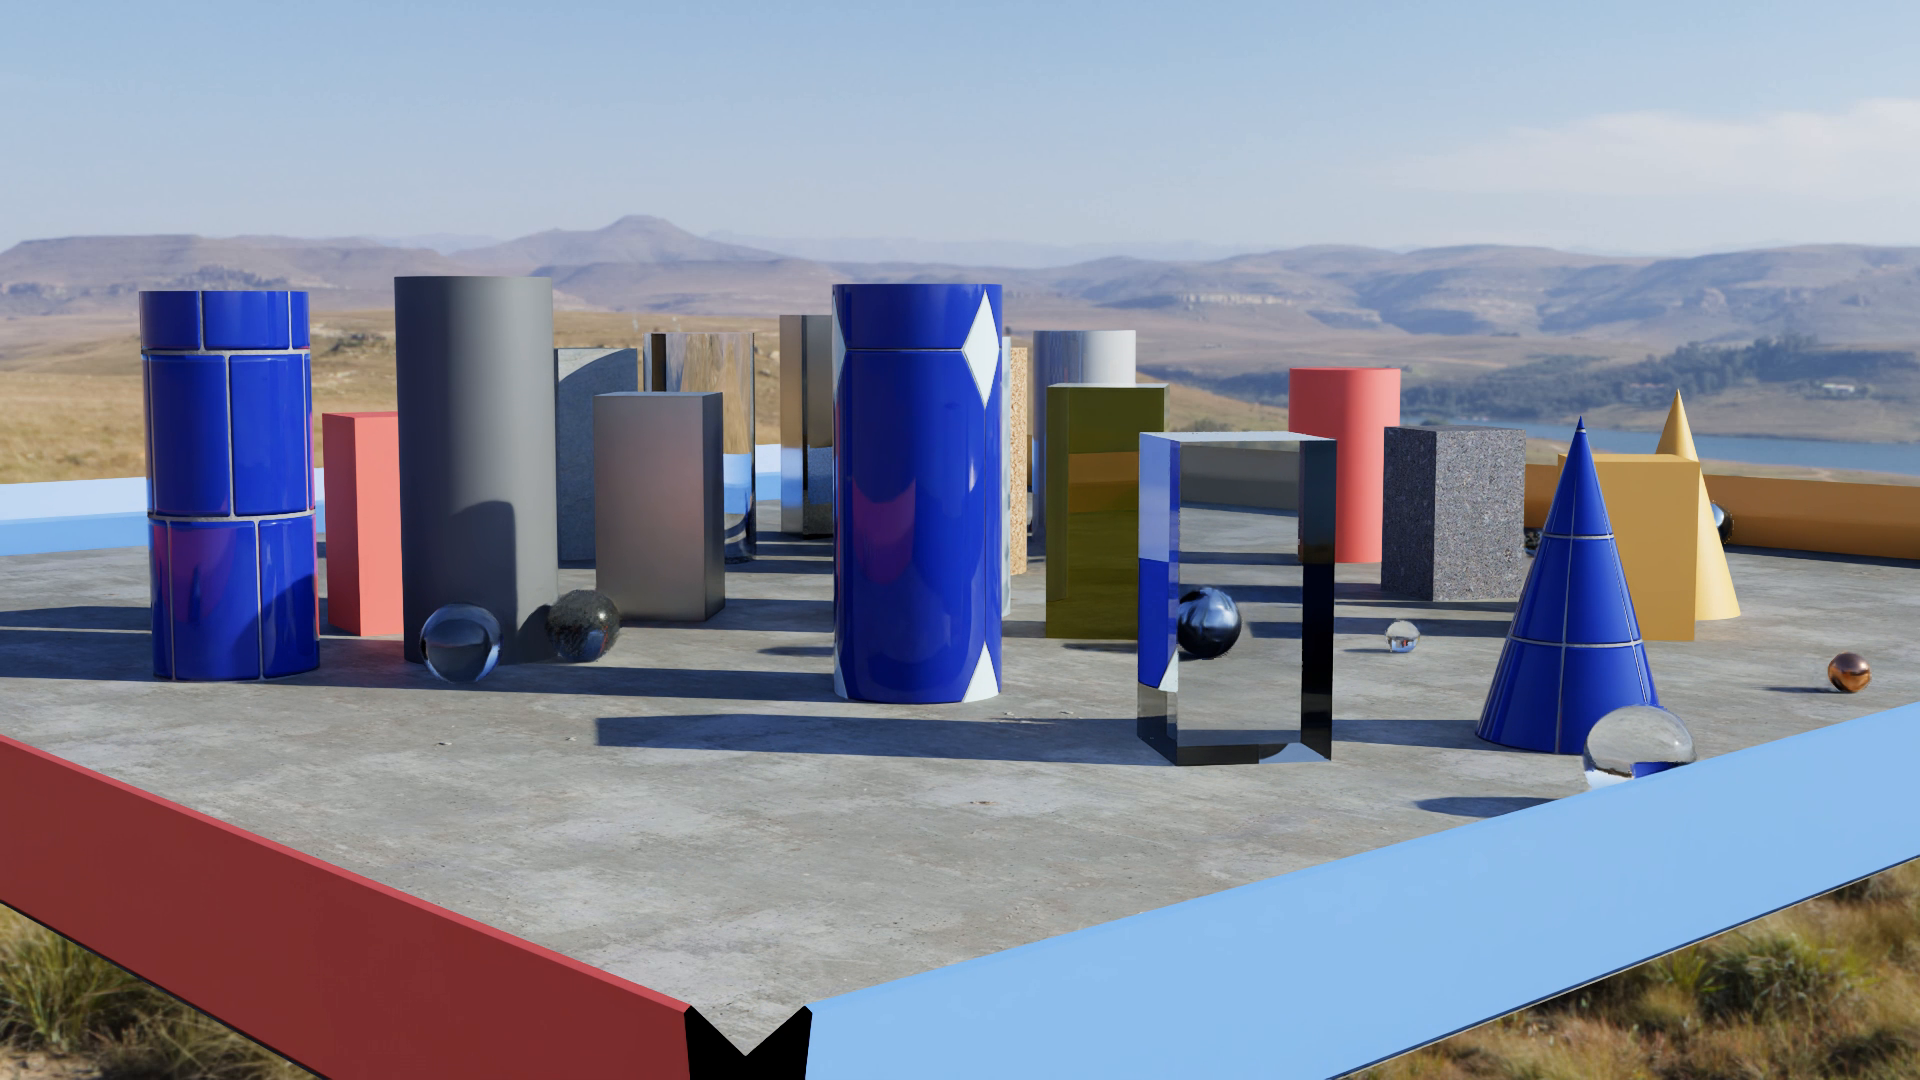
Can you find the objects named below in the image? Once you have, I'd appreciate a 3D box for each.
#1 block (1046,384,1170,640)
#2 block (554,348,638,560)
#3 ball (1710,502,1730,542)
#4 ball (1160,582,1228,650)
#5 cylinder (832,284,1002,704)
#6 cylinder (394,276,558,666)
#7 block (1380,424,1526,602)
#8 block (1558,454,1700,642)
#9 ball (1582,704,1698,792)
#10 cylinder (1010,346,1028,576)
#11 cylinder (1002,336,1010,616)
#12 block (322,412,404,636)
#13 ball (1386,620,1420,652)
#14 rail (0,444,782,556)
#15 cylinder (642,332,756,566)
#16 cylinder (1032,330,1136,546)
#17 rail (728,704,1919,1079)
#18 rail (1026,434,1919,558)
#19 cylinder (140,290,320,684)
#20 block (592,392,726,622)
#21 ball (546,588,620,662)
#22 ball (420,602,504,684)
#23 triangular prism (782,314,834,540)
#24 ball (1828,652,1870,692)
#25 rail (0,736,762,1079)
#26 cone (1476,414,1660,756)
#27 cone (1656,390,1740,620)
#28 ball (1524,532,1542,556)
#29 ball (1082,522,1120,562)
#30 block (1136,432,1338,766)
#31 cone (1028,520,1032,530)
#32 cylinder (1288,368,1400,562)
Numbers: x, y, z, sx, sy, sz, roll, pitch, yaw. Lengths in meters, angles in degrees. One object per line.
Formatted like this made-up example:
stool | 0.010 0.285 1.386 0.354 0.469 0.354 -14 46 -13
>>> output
block | 0.206 -0.043 3.045 0.158 0.342 0.158 1 6 8
block | -0.695 -0.161 4.013 0.158 0.376 0.158 -5 7 -37
ball | 1.411 -0.029 4.151 0.084 0.084 0.084 0 6 0
ball | 0.307 0.100 2.888 0.089 0.089 0.089 0 6 0
cylinder | -0.049 -0.059 2.563 0.197 0.474 0.197 0 6 0
cylinder | -0.620 -0.093 2.829 0.197 0.486 0.197 0 6 0
block | 0.775 -0.046 3.461 0.158 0.261 0.158 -2 6 -19
block | 0.919 0.007 3.043 0.158 0.242 0.158 0 6 5
ball | 0.602 0.194 1.947 0.098 0.098 0.098 0 6 0
cylinder | 0.016 -0.138 3.758 0.197 0.382 0.197 0 6 0
cylinder | -0.024 -0.095 3.233 0.197 0.406 0.197 0 6 0
block | -0.795 -0.028 3.105 0.158 0.300 0.158 -4 7 -32
ball | 0.577 0.126 2.869 0.043 0.043 0.043 0 6 0
rail | -1.118 -0.093 4.537 3.356 0.128 0.045 -5 8 -42
cylinder | -0.464 -0.166 3.921 0.197 0.405 0.197 0 6 0
cylinder | 0.237 -0.198 4.218 0.197 0.406 0.197 0 6 0
rail | 1.118 0.159 2.126 3.356 0.128 0.045 -5 8 -42
rail | 1.216 -0.083 4.448 0.045 0.128 3.346 -5 8 -42
cylinder | -0.897 -0.071 2.706 0.197 0.467 0.197 0 6 0
block | -0.438 -0.052 3.220 0.158 0.324 0.158 0 6 4
ball | -0.478 0.108 2.794 0.093 0.093 0.093 0 6 0
ball | -0.595 0.123 2.628 0.099 0.099 0.099 0 6 0
triangular prism | -0.301 -0.228 4.367 0.148 0.435 0.171 5 8 40
ball | 1.040 0.155 2.572 0.047 0.047 0.047 0 6 0
rail | -1.216 0.150 2.216 0.045 0.128 3.346 -5 8 -42
cone | 0.639 0.039 2.282 0.197 0.338 0.197 0 6 0
cone | 1.056 -0.059 3.252 0.197 0.331 0.197 0 6 0
ball | 1.044 0.007 3.988 0.046 0.046 0.046 0 6 0
ball | 0.251 0.004 3.908 0.069 0.069 0.069 0 6 0
block | 0.277 0.054 2.227 0.158 0.319 0.158 -1 6 -10
cone | 0.238 -0.199 4.465 0.197 0.356 0.197 0 6 0
cylinder | 0.692 -0.139 3.970 0.197 0.340 0.197 0 6 0
